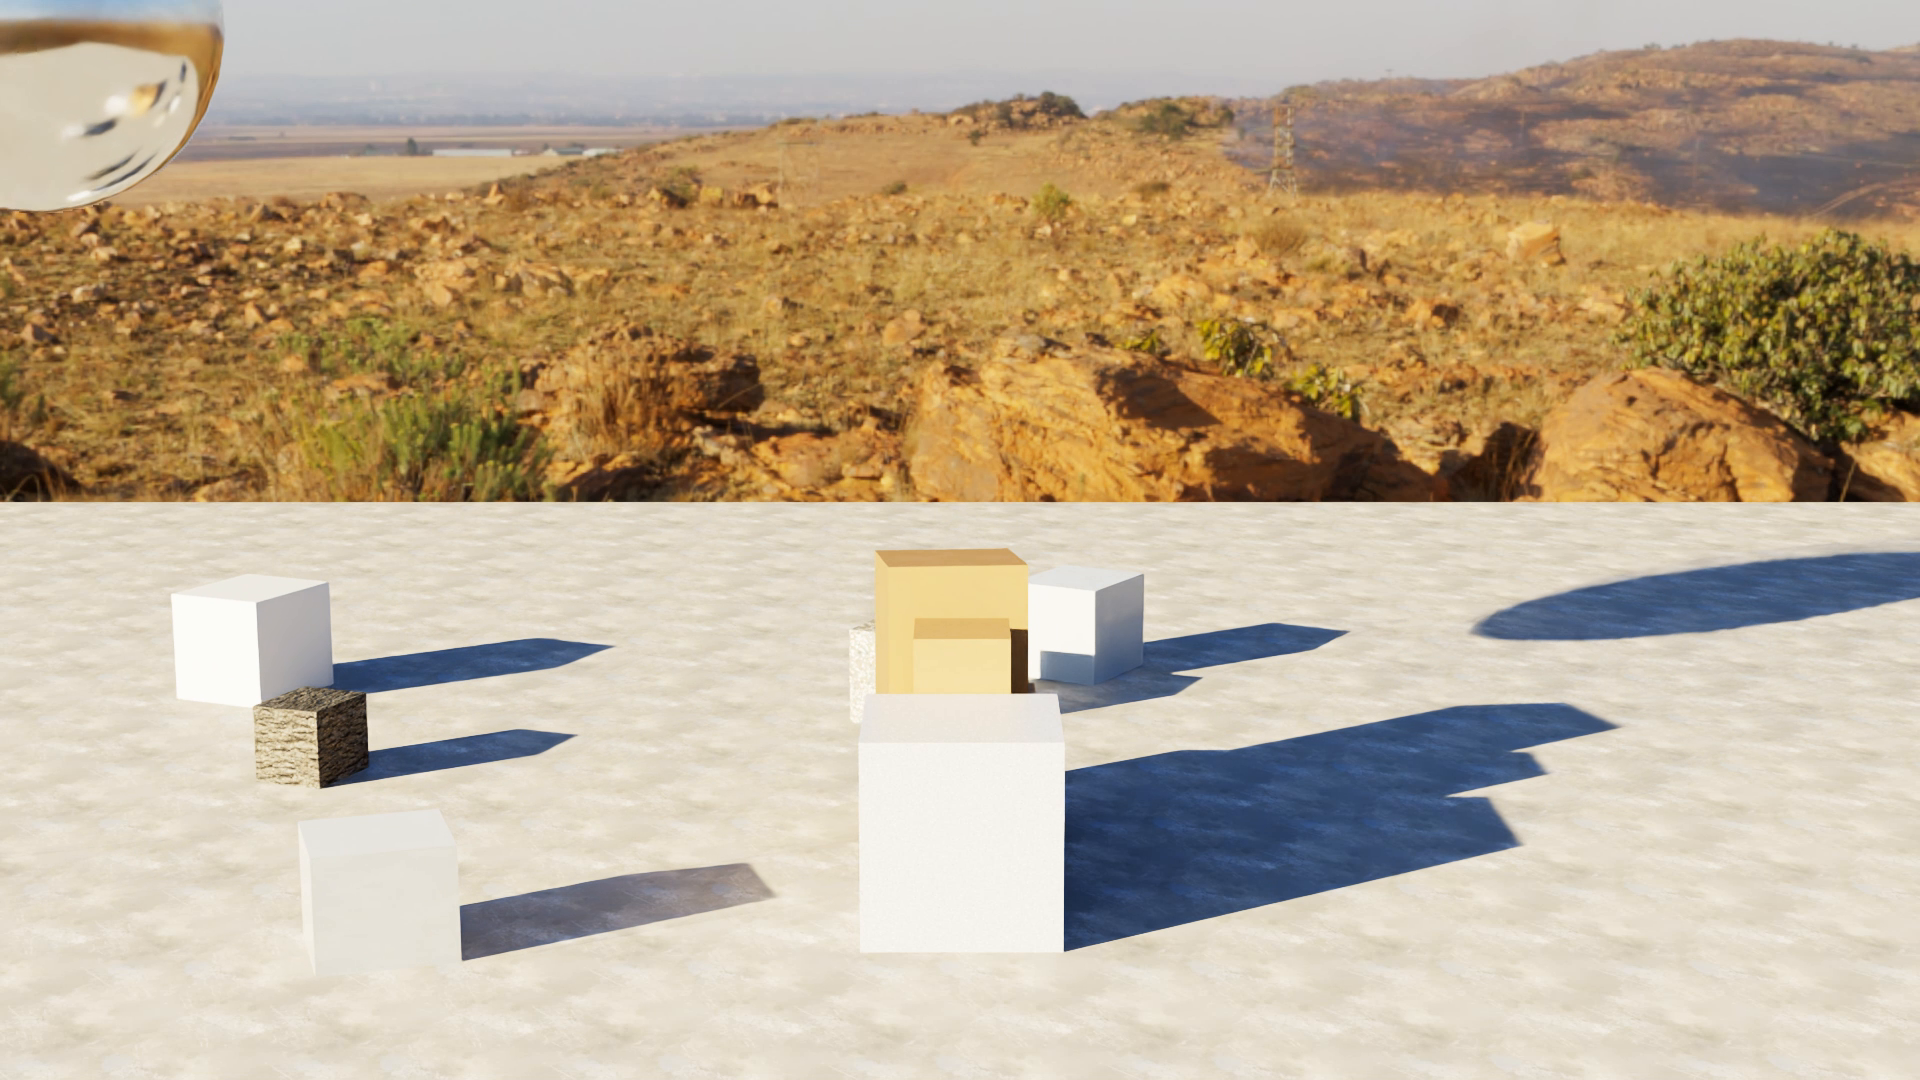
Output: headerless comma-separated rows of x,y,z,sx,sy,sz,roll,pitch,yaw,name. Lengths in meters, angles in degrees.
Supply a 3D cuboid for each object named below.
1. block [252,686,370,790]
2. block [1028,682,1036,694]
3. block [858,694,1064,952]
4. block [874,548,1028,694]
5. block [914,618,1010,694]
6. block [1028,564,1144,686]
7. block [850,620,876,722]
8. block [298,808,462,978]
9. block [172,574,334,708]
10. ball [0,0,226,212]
-3.281,0.997,12.986,0.372,0.393,0.440,4,11,20,block
0.012,1.045,12.139,0.698,0.601,0.652,0,10,0,block
0.007,1.165,10.711,0.822,0.875,0.820,0,10,0,block
-0.046,0.420,11.866,0.634,0.682,0.647,-1,7,-7,block
0.009,0.622,11.261,0.419,0.479,0.435,0,10,0,block
0.709,0.498,15.262,0.538,0.560,0.634,6,12,30,block
-0.226,0.726,14.134,0.602,0.515,0.489,5,11,25,block
-2.354,1.421,10.390,0.571,0.487,0.536,-4,11,-19,block
-4.053,0.572,14.727,0.591,0.606,0.652,5,11,24,block
-3.920,-2.183,10.783,1.600,1.600,1.600,0,10,0,ball
